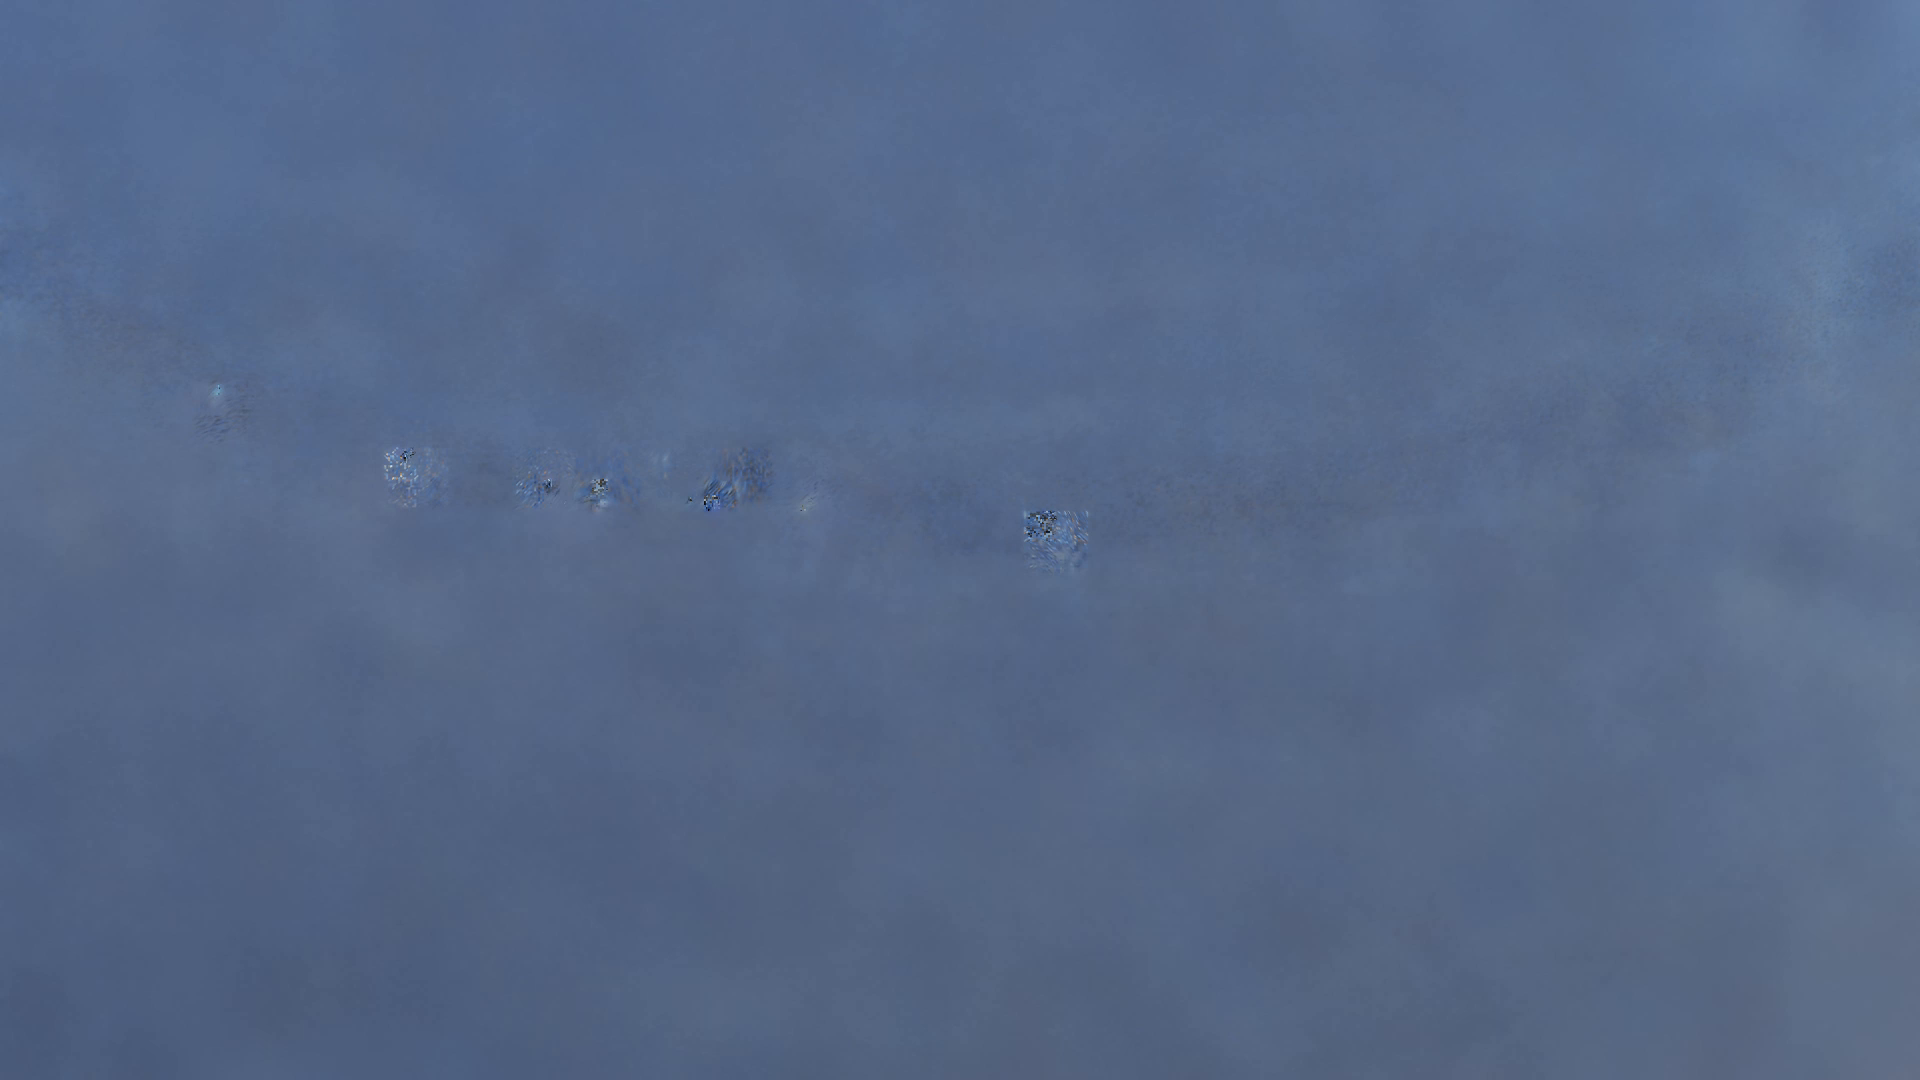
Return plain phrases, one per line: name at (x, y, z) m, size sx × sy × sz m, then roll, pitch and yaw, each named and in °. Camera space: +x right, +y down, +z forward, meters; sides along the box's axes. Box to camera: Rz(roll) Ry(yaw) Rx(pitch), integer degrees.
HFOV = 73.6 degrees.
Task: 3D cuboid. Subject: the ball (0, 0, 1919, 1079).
ball at (0.000, -0.002, 0.056) m, size 0.080 × 0.080 × 0.080 m, roll 0°, pitch 4°, yaw 0°
